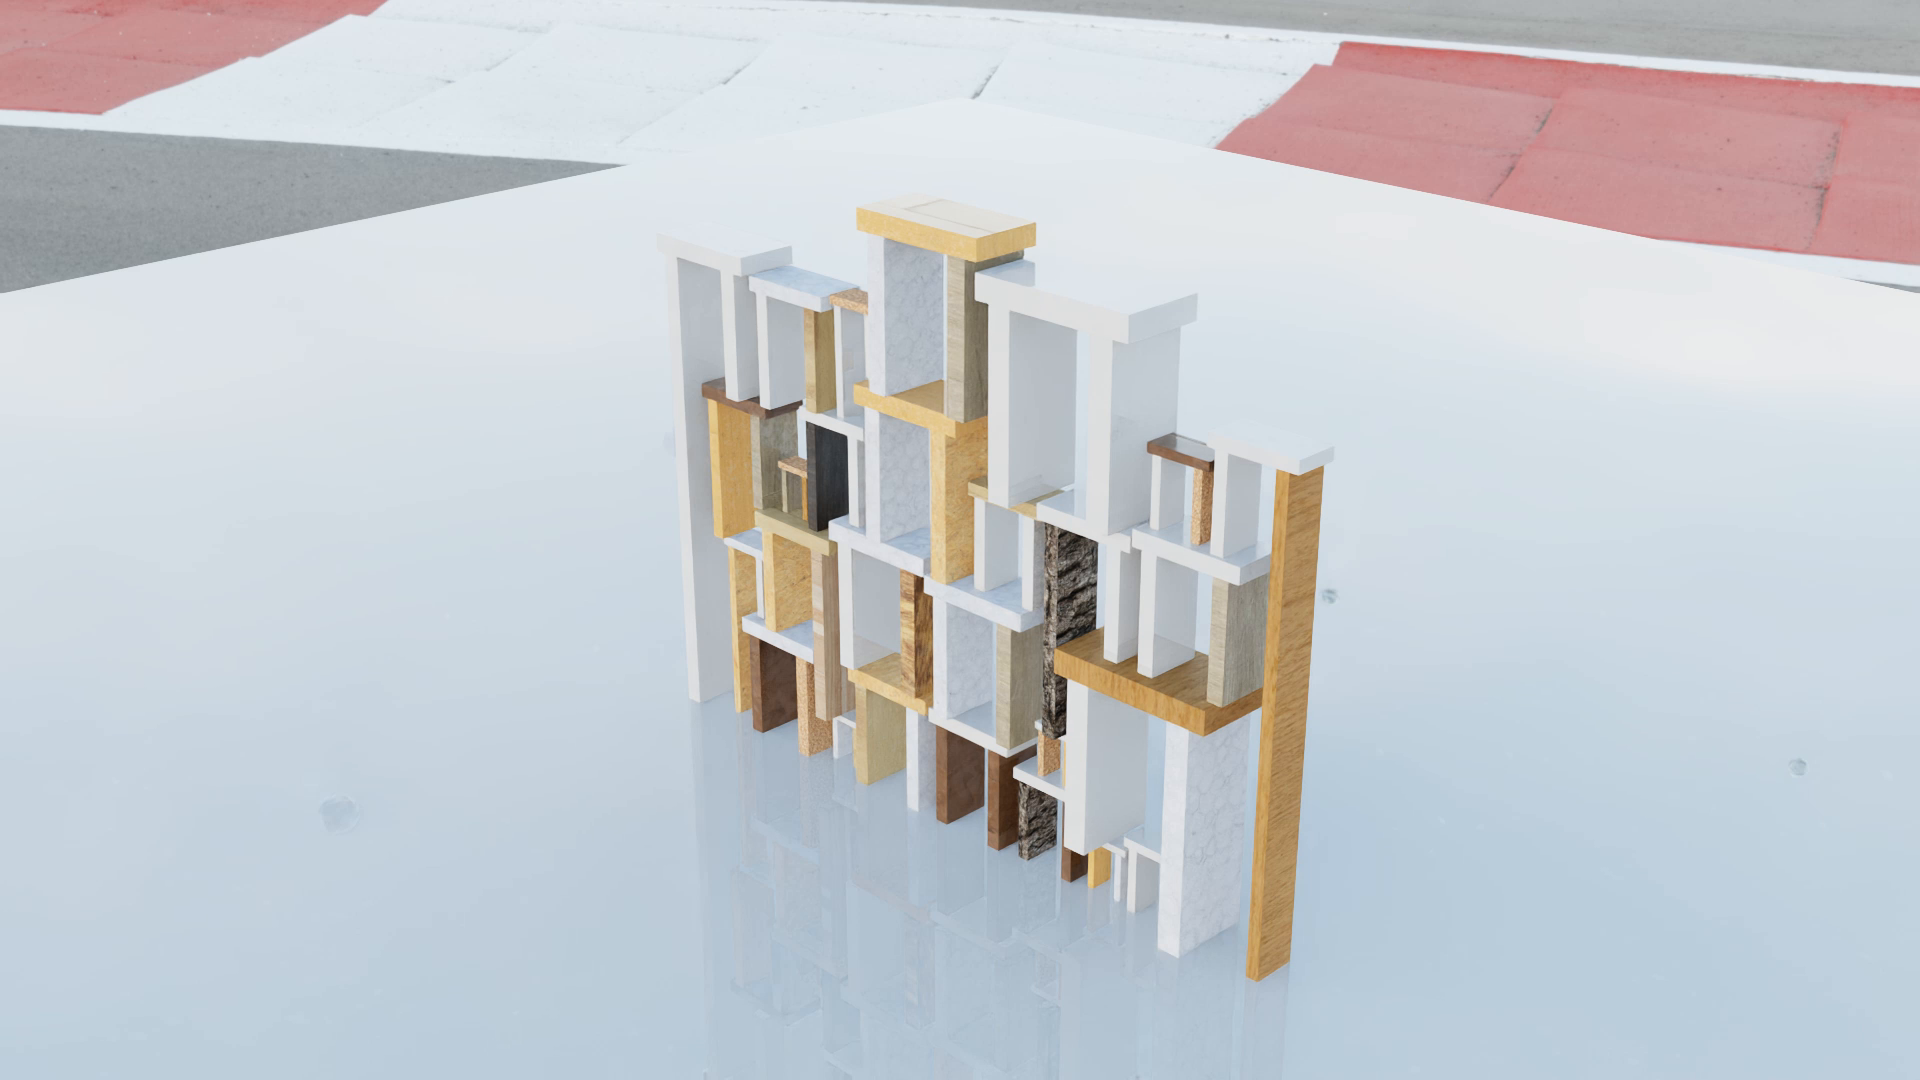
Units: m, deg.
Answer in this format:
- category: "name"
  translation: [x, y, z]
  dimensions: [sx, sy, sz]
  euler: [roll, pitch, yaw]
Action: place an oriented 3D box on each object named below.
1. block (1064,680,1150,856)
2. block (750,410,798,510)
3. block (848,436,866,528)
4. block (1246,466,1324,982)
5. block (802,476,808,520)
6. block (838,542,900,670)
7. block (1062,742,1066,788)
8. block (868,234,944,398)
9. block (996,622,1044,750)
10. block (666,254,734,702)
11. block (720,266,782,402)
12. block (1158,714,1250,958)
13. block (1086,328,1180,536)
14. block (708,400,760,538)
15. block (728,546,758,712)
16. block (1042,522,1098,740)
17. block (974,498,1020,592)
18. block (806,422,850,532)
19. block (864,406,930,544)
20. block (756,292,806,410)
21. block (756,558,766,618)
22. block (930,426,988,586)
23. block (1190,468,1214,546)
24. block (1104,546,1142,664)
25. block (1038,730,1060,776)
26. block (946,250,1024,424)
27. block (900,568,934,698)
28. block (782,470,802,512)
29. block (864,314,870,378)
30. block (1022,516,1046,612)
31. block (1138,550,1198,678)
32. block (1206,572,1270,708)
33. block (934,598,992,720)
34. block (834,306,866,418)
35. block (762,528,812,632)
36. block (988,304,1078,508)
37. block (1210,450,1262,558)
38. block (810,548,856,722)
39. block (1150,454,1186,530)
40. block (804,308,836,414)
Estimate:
- category: "block"
  translation: [0.274, 0.395, 4.090]
  dimensions: [0.175, 0.350, 0.050]
  euler: [-21, 31, -41]
- category: "block"
  translation: [-0.384, -0.174, 4.573]
  dimensions: [0.102, 0.204, 0.029]
  euler: [-21, 31, -41]
- category: "block"
  translation: [-0.178, -0.127, 4.366]
  dimensions: [0.094, 0.187, 0.027]
  euler: [-21, 31, -41]
- category: "block"
  translation: [0.553, 0.323, 3.757]
  dimensions: [0.027, 0.971, 0.094]
  euler: [21, 31, 41]
- category: "block"
  translation: [-0.302, -0.091, 4.518]
  dimensions: [0.047, 0.094, 0.013]
  euler: [-21, 31, -41]
- category: "block"
  translation: [-0.183, 0.116, 4.477]
  dimensions: [0.038, 0.271, 0.135]
  euler: [21, 31, 41]
- category: "block"
  translation: [0.217, 0.417, 4.159]
  dimensions: [0.014, 0.097, 0.049]
  euler: [21, 31, 41]
- category: "block"
  translation: [-0.101, -0.438, 4.140]
  dimensions: [0.154, 0.309, 0.044]
  euler: [-21, 31, -40]
- category: "block"
  translation: [0.127, 0.260, 4.192]
  dimensions: [0.036, 0.256, 0.128]
  euler: [21, 31, 41]
- category: "block"
  translation: [-0.546, -0.132, 4.759]
  dimensions: [0.038, 1.025, 0.135]
  euler: [21, 31, 41]
- category: "block"
  translation: [-0.419, -0.430, 4.494]
  dimensions: [0.135, 0.270, 0.038]
  euler: [-21, 31, -41]
- category: "block"
  translation: [0.439, 0.512, 3.960]
  dimensions: [0.175, 0.464, 0.050]
  euler: [-21, 31, -41]
- category: "block"
  translation: [0.300, -0.202, 3.817]
  dimensions: [0.051, 0.357, 0.179]
  euler: [21, 31, 40]
- category: "block"
  translation: [-0.481, -0.163, 4.683]
  dimensions: [0.102, 0.310, 0.029]
  euler: [-21, 31, -41]
- category: "block"
  translation: [-0.467, 0.188, 4.811]
  dimensions: [0.019, 0.397, 0.068]
  euler: [21, 31, 41]
- category: "block"
  translation: [0.204, 0.155, 4.064]
  dimensions: [0.031, 0.431, 0.111]
  euler: [21, 31, 41]
- category: "block"
  translation: [0.069, -0.003, 4.153]
  dimensions: [0.026, 0.186, 0.093]
  euler: [21, 31, 40]
- category: "block"
  translation: [-0.266, -0.140, 4.456]
  dimensions: [0.094, 0.233, 0.027]
  euler: [-21, 31, -41]
- category: "block"
  translation: [-0.121, -0.144, 4.292]
  dimensions: [0.039, 0.274, 0.137]
  euler: [21, 31, 40]
- category: "block"
  translation: [-0.357, -0.392, 4.445]
  dimensions: [0.030, 0.240, 0.107]
  euler: [21, 31, 40]
- category: "block"
  translation: [-0.402, 0.093, 4.701]
  dimensions: [0.019, 0.137, 0.068]
  euler: [21, 31, 41]
- category: "block"
  translation: [0.007, -0.079, 4.179]
  dimensions: [0.039, 0.305, 0.137]
  euler: [21, 31, 40]
- category: "block"
  translation: [0.423, -0.065, 3.736]
  dimensions: [0.068, 0.136, 0.019]
  euler: [-21, 31, -41]
- category: "block"
  translation: [0.308, 0.100, 3.927]
  dimensions: [0.111, 0.221, 0.031]
  euler: [-21, 31, -41]
- category: "block"
  translation: [0.171, 0.399, 4.201]
  dimensions: [0.049, 0.097, 0.014]
  euler: [-21, 31, -41]
- category: "block"
  translation: [0.046, -0.381, 4.007]
  dimensions: [0.044, 0.309, 0.154]
  euler: [22, 31, 40]
- category: "block"
  translation: [-0.055, 0.166, 4.359]
  dimensions: [0.038, 0.271, 0.135]
  euler: [21, 31, 41]
- category: "block"
  translation: [-0.346, -0.108, 4.559]
  dimensions: [0.047, 0.095, 0.013]
  euler: [-21, 31, -41]
- category: "block"
  translation: [-0.153, -0.378, 4.231]
  dimensions: [0.018, 0.128, 0.064]
  euler: [20, 30, 41]
- category: "block"
  translation: [0.158, 0.031, 4.073]
  dimensions: [0.026, 0.186, 0.093]
  euler: [21, 31, 41]
- category: "block"
  translation: [0.367, 0.115, 3.874]
  dimensions: [0.118, 0.236, 0.033]
  euler: [-21, 31, -41]
- category: "block"
  translation: [0.479, 0.158, 3.771]
  dimensions: [0.118, 0.236, 0.033]
  euler: [-21, 31, -41]
- category: "block"
  translation: [0.006, 0.213, 4.303]
  dimensions: [0.036, 0.256, 0.128]
  euler: [21, 31, 41]
- category: "block"
  translation: [-0.214, -0.356, 4.305]
  dimensions: [0.018, 0.227, 0.064]
  euler: [21, 31, 41]
- category: "block"
  translation: [-0.359, 0.070, 4.637]
  dimensions: [0.033, 0.229, 0.115]
  euler: [21, 31, 41]
- category: "block"
  translation: [0.132, -0.260, 3.975]
  dimensions: [0.051, 0.374, 0.179]
  euler: [21, 31, 41]
- category: "block"
  translation: [0.464, -0.073, 3.686]
  dimensions: [0.094, 0.188, 0.027]
  euler: [-21, 31, -41]
- category: "block"
  translation: [-0.251, 0.183, 4.567]
  dimensions: [0.115, 0.383, 0.033]
  euler: [-21, 31, -41]
- category: "block"
  translation: [0.360, -0.090, 3.795]
  dimensions: [0.068, 0.136, 0.019]
  euler: [-21, 31, -41]
- category: "block"
  translation: [-0.257, -0.366, 4.348]
  dimensions: [0.030, 0.213, 0.107]
  euler: [21, 31, 41]
